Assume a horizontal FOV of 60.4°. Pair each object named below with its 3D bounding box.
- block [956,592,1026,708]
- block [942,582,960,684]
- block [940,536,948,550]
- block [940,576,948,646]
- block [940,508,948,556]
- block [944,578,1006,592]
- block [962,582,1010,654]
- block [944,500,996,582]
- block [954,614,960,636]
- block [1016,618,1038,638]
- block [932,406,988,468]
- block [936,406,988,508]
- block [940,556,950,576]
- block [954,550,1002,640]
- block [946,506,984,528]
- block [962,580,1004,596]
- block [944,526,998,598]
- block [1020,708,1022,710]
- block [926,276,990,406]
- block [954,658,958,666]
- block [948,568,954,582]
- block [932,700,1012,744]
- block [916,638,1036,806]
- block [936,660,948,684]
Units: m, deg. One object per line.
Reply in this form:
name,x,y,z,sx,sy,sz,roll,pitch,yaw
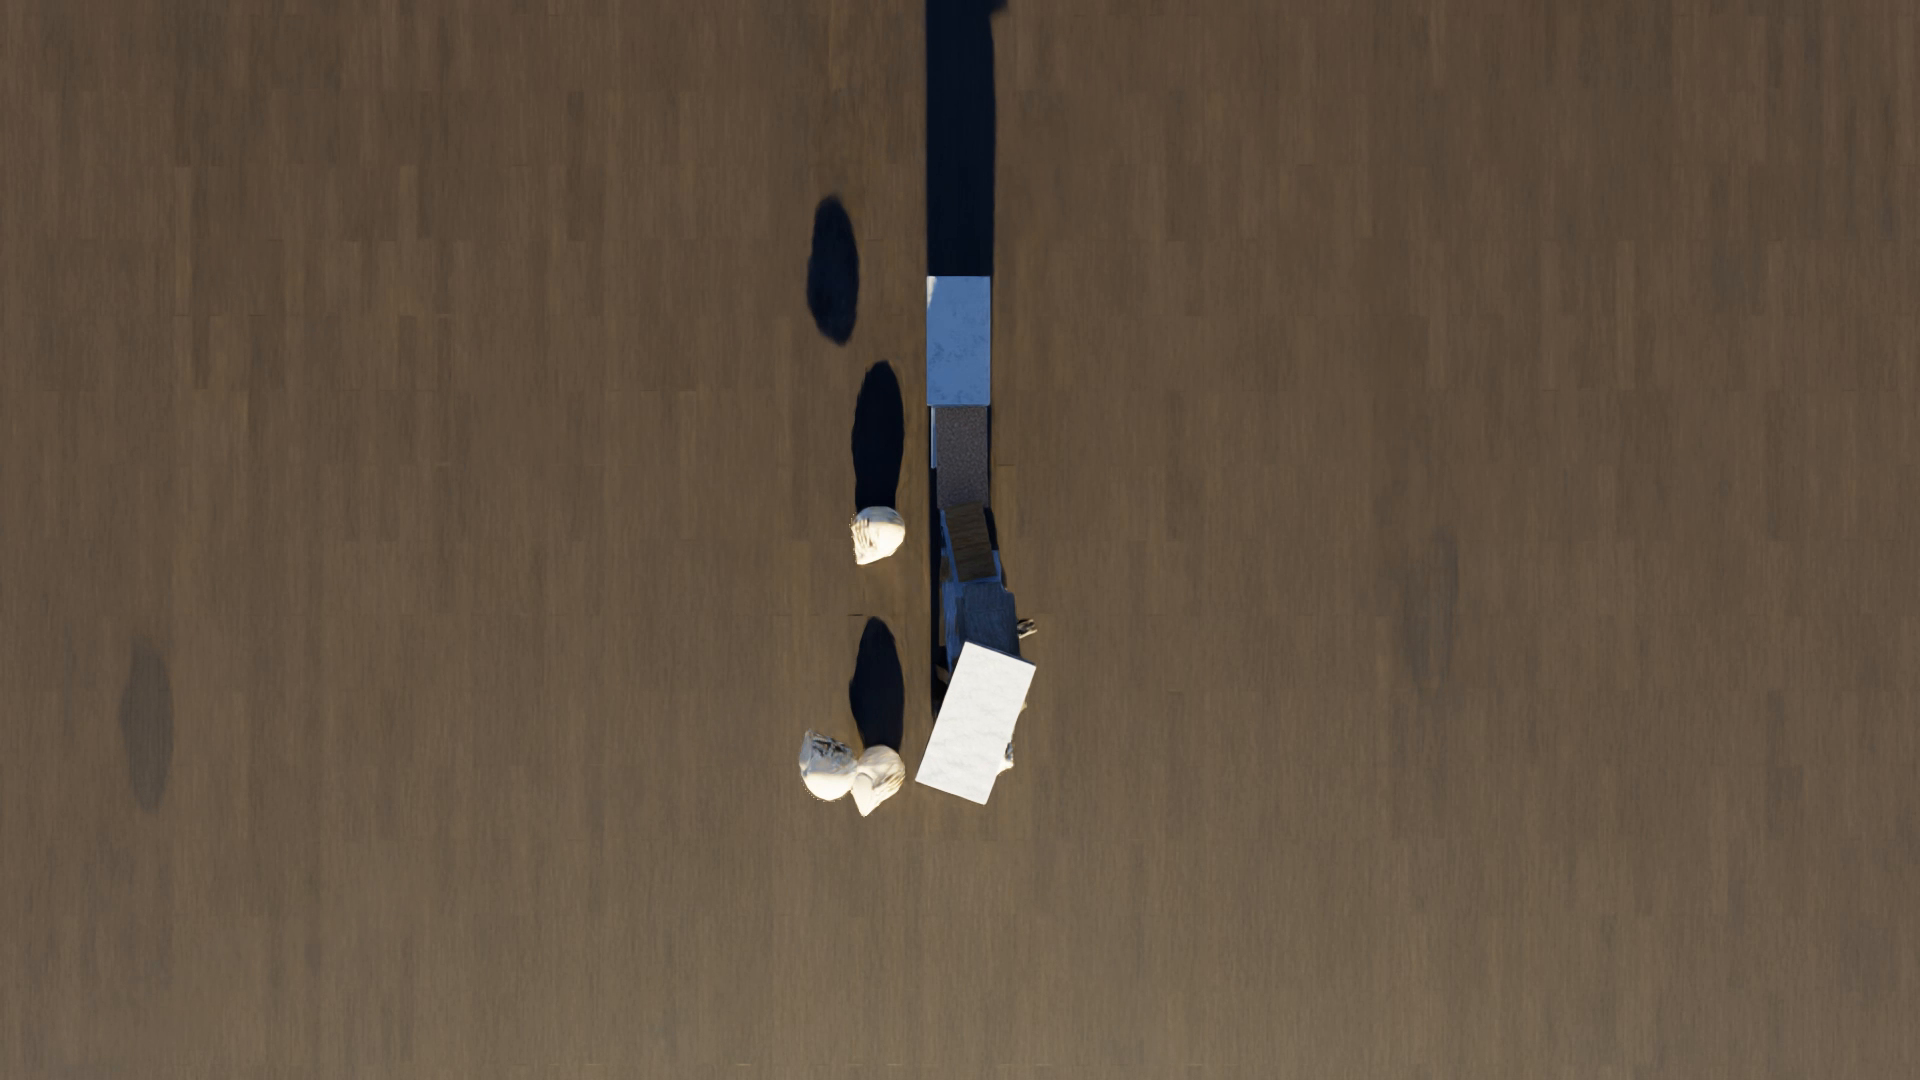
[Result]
block,0.077,0.286,4.192,0.148,0.042,0.297,-6,89,-1
block,0.045,0.290,4.839,0.172,0.049,0.345,-4,89,-3
block,0.003,0.006,4.488,0.113,0.385,0.032,-2,89,0
block,-0.002,0.211,5.233,0.125,0.035,0.249,0,90,0
block,0.003,-0.073,4.697,0.118,0.034,0.237,-1,90,0
block,0.040,0.158,5.041,0.172,0.345,0.049,10,88,-2
block,0.063,0.198,3.970,0.094,0.027,0.188,-7,88,1
block,0.025,0.003,4.058,0.095,0.027,0.189,-12,88,-1
block,0.060,0.218,4.363,0.149,0.297,0.042,-6,84,-1
block,0.135,0.267,4.686,0.132,0.264,0.037,-21,88,-6
block,-0.002,-0.349,4.516,0.153,0.043,0.307,0,90,0
block,0.005,-0.211,4.215,0.130,0.037,0.260,-1,90,0
block,-0.001,-0.007,4.967,0.116,0.033,0.231,-1,90,0
block,0.053,0.166,4.533,0.132,0.037,0.264,-5,88,-1
block,0.010,-0.057,4.285,0.095,0.422,0.027,-7,88,-1
block,0.056,0.125,4.122,0.094,0.270,0.027,-7,91,0
block,0.034,0.071,4.276,0.113,0.032,0.225,-11,88,-1
block,0.072,0.438,4.512,0.148,0.598,0.042,3,84,-3
block,-0.005,-0.501,4.152,0.160,0.045,0.319,0,90,0
block,0.070,0.322,3.997,0.172,0.344,0.049,1,90,0
block,0.038,0.092,4.689,0.132,0.264,0.037,-3,85,-3
block,0.014,0.502,4.668,0.172,1.662,0.049,4,86,-1
block,0.035,0.419,3.807,0.172,0.049,0.344,20,95,-2
block,0.032,0.408,5.178,0.172,0.629,0.049,-11,89,-5
